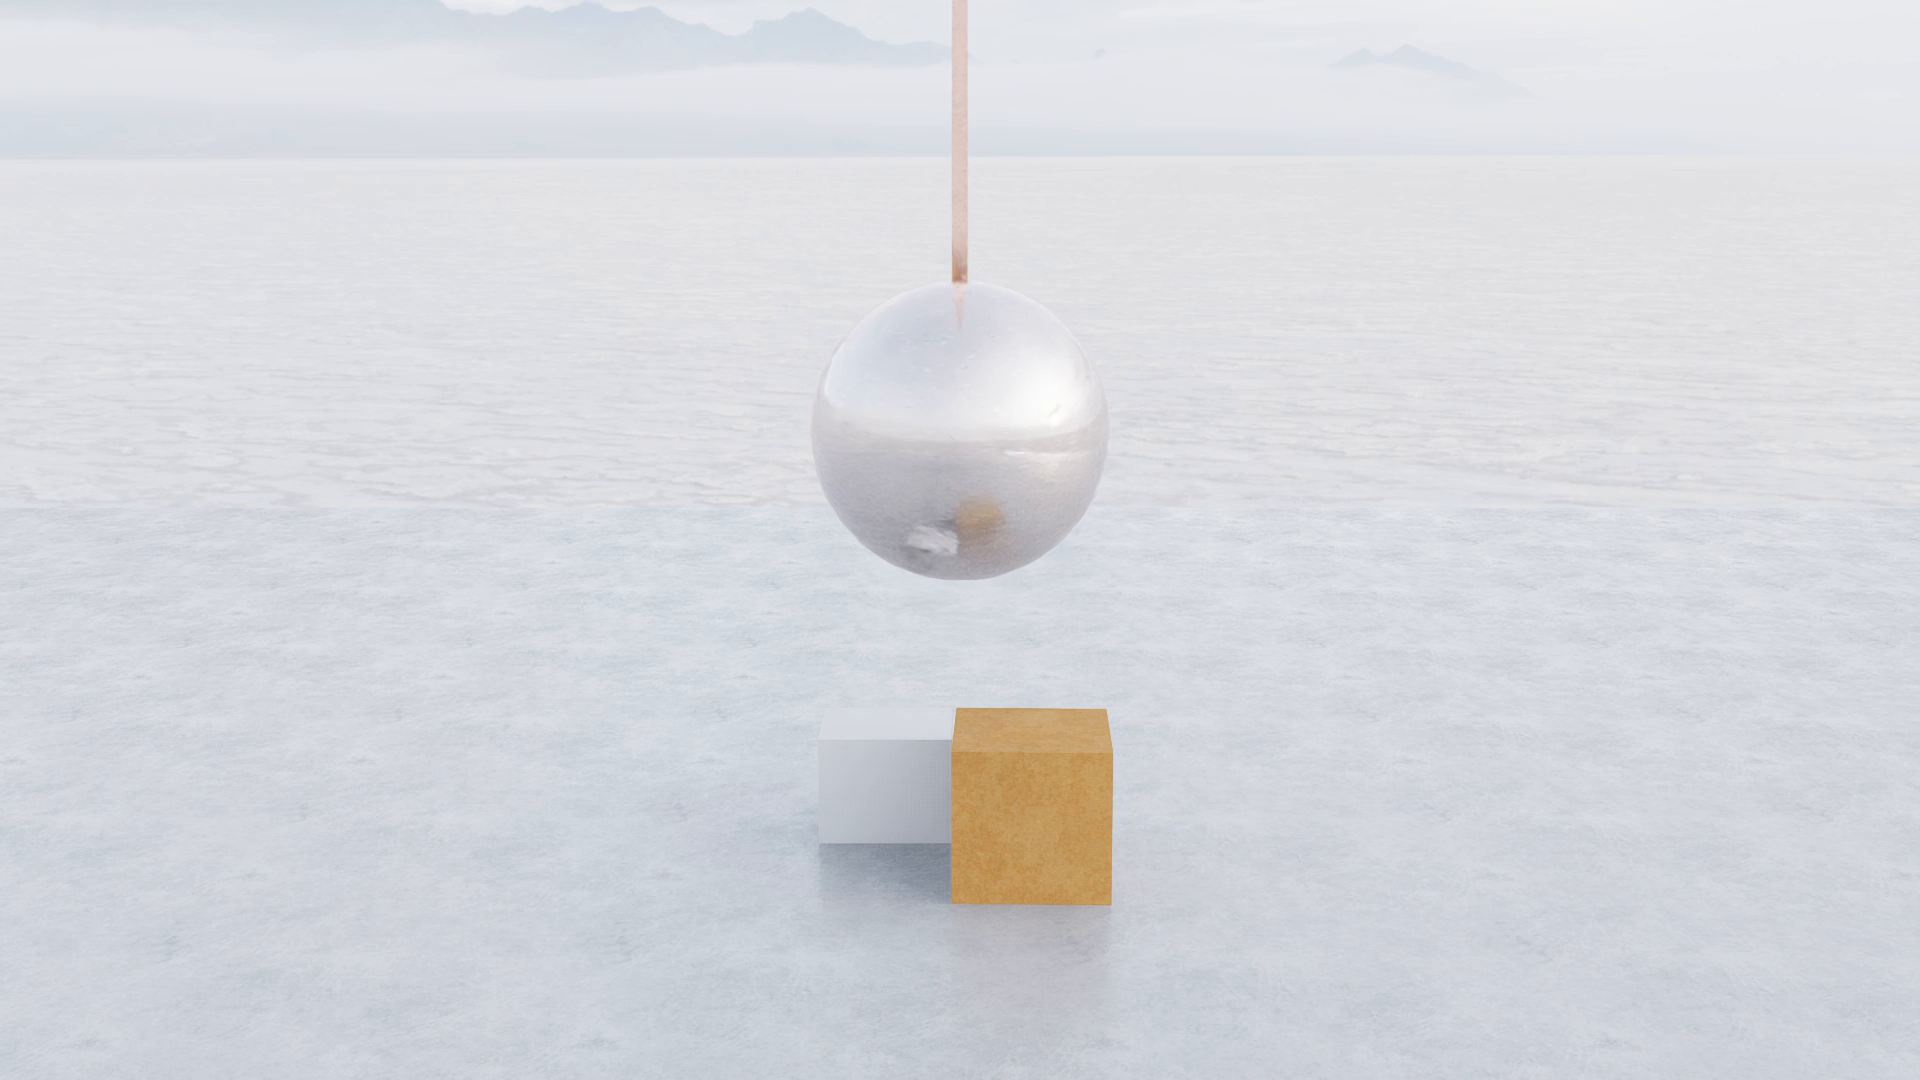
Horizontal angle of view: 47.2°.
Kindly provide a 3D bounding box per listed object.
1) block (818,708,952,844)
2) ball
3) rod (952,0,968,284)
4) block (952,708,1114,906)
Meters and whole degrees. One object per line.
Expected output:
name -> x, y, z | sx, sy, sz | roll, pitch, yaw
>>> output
block -> -0.377, 1.211, 11.386 | 0.670, 0.543, 0.631 | 0, 10, 0
ball -> 0.000, -0.581, 11.726 | 1.600, 1.600, 1.600 | 0, 10, 0
rod -> 0.000, -3.842, 10.764 | 0.080, 5.200, 0.080 | 0, 16, 0
block -> 0.343, 1.265, 10.564 | 0.744, 0.732, 0.807 | 0, 10, 1
